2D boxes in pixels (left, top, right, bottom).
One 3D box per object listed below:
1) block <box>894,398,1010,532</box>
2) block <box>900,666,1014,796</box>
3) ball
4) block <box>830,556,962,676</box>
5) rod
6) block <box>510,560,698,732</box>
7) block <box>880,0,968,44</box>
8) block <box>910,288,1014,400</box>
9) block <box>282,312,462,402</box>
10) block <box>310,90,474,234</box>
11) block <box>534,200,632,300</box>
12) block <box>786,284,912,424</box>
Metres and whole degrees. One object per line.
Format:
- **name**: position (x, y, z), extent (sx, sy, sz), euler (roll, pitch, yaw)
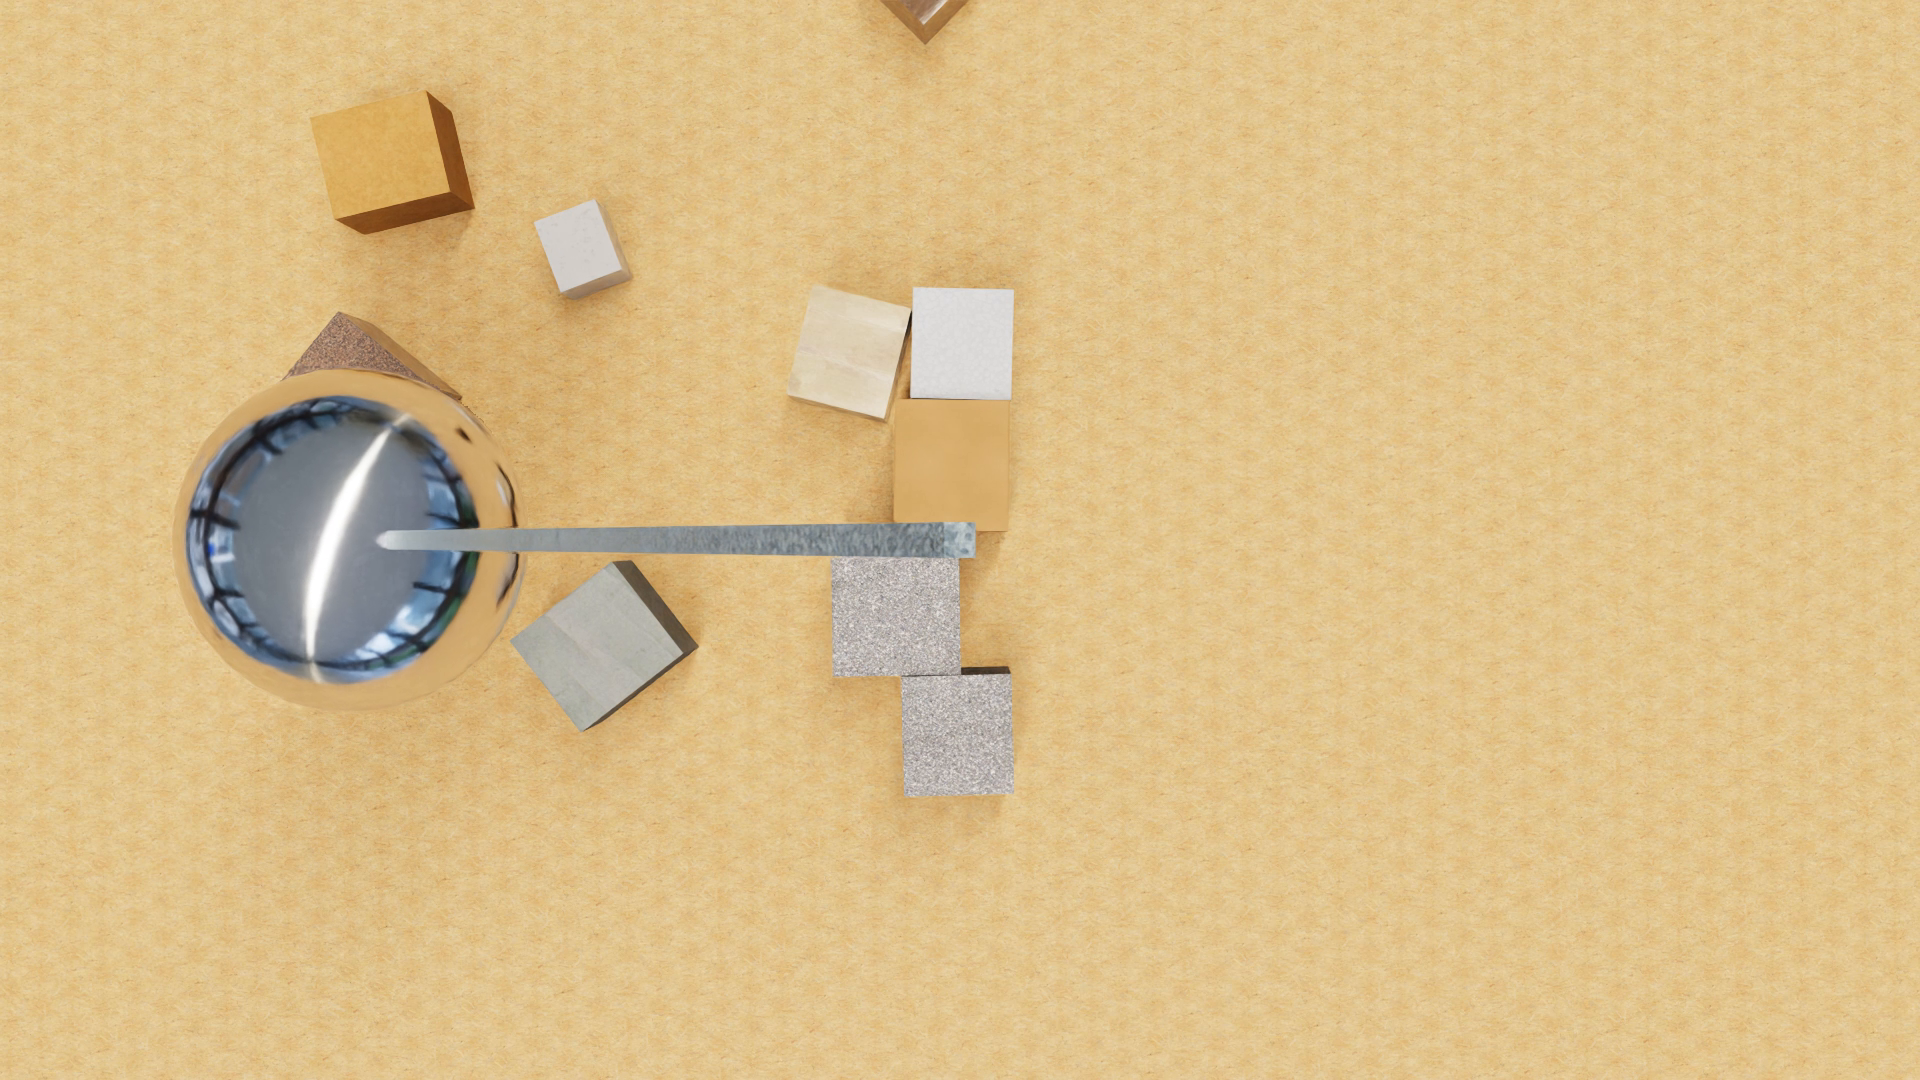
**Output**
- **block**: position (-0.047, -0.420, 12.675), extent (0.645, 0.650, 0.736), euler (1, 90, 0)
- **block**: position (-0.013, 1.087, 12.618), extent (0.615, 0.763, 0.668), euler (-2, 90, 0)
- **ball**: position (-2.817, 0.000, 10.221), extent (1.600, 1.600, 1.600), euler (0, 90, 0)
- **block**: position (-0.358, 0.374, 12.640), extent (0.715, 0.721, 0.769), euler (-1, 90, 0)
- **rod**: position (-1.221, 0.000, 7.219), extent (0.080, 5.200, 0.080), euler (0, 90, -28)
- **block**: position (-2.026, 0.596, 12.625), extent (0.722, 0.749, 0.650), euler (-38, 90, 0)
- **block**: position (-0.212, -3.275, 12.743), extent (0.497, 0.515, 0.490), euler (44, 90, 0)
- **block**: position (0.012, -1.109, 12.709), extent (0.569, 0.583, 0.625), euler (1, 90, 0)
- **block**: position (-3.447, -0.766, 12.635), extent (0.683, 0.729, 0.767), euler (39, 90, 0)
- **block**: position (-3.262, -2.167, 12.682), extent (0.671, 0.636, 0.589), euler (-13, 90, 0)
- **block**: position (-2.183, -1.681, 12.780), extent (0.373, 0.441, 0.430), euler (-21, 90, 0)
- **block**: position (-0.629, -1.064, 12.701), extent (0.571, 0.599, 0.640), euler (14, 90, 0)
